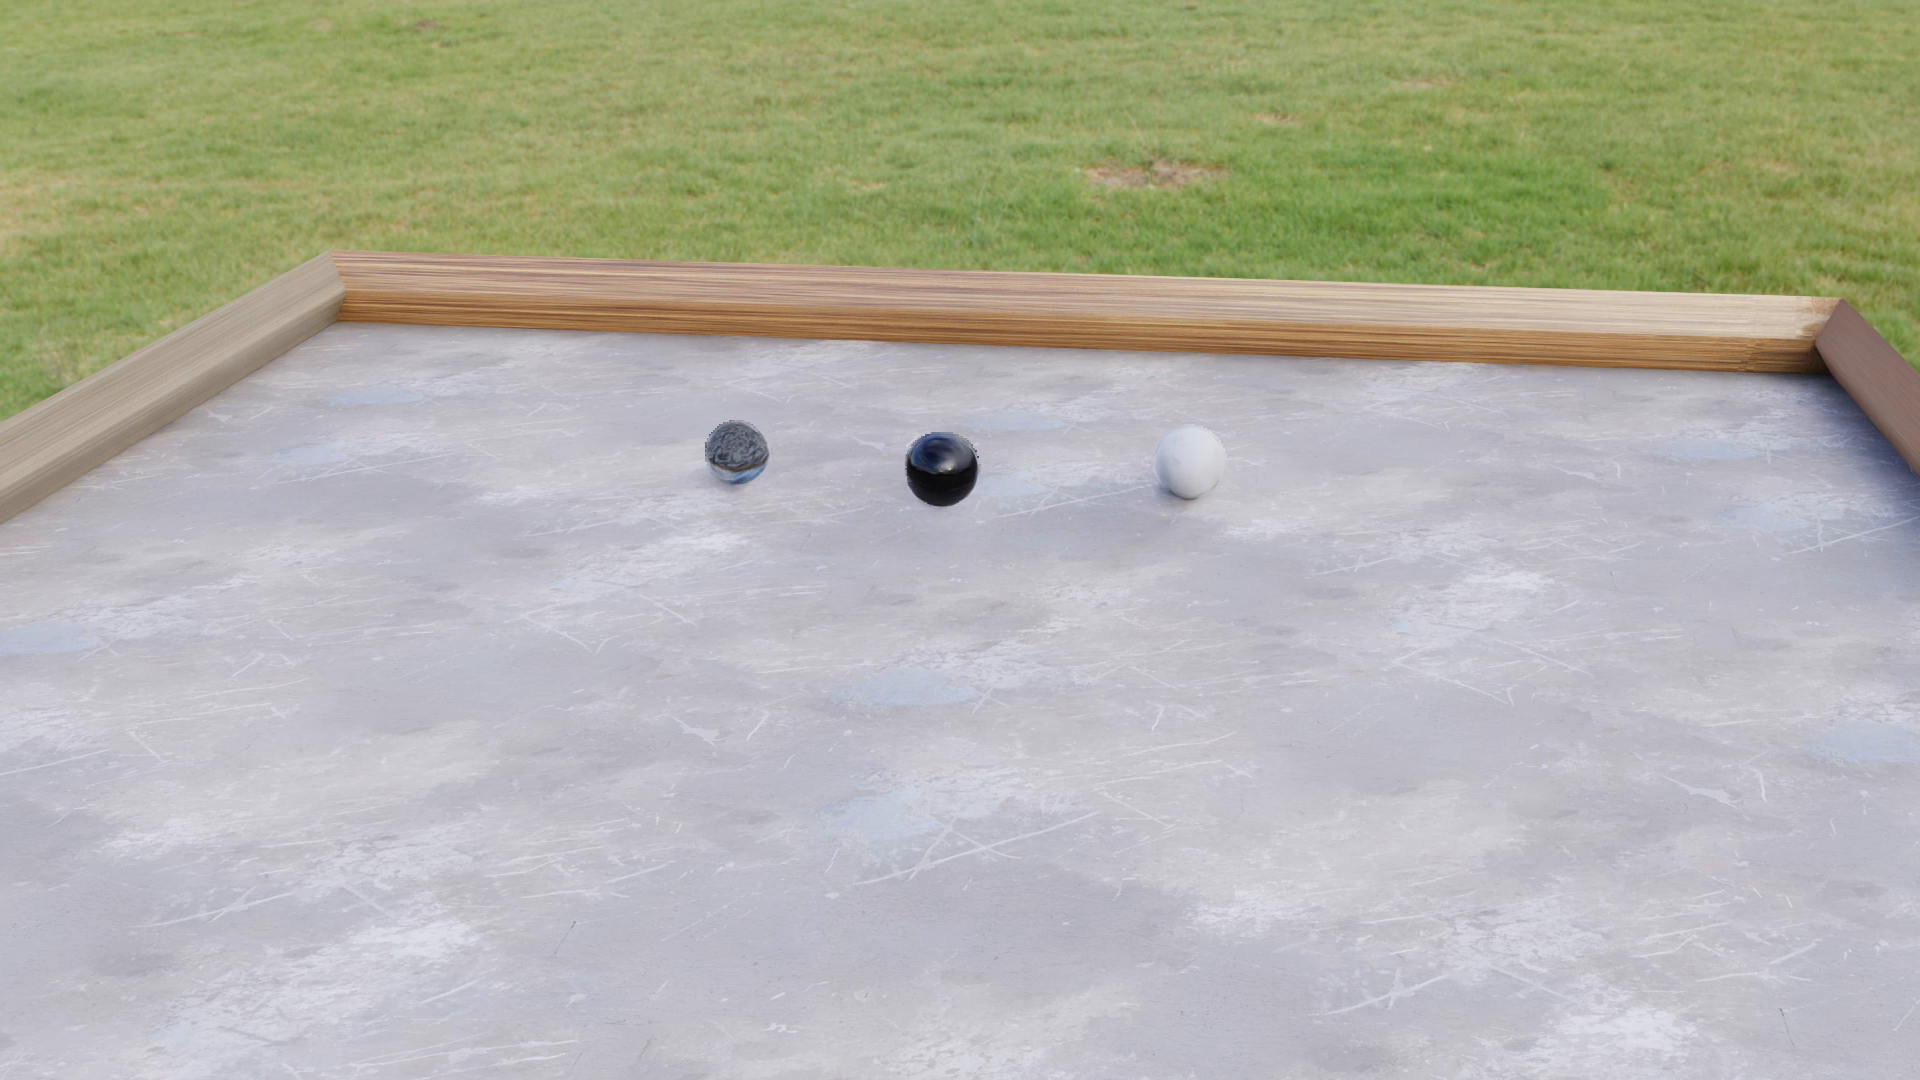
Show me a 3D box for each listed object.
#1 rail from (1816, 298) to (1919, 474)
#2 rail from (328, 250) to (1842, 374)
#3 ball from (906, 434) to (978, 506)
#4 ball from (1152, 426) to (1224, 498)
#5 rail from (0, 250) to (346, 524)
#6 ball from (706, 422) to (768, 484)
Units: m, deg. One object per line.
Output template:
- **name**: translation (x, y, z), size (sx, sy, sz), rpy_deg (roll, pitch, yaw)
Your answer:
- **rail**: translation (1.076, 0.414, 1.471), size (0.045, 0.126, 4.401), rpy_deg (3, 20, 8)
- **rail**: translation (0.150, -0.378, 3.661), size (2.530, 0.126, 0.045), rpy_deg (3, 20, 8)
- **ball**: translation (-0.024, -0.093, 2.919), size (0.097, 0.097, 0.097), rpy_deg (0, 20, 0)
- **ball**: translation (0.307, -0.104, 2.951), size (0.096, 0.096, 0.096), rpy_deg (0, 20, 0)
- **rail**: translation (-1.382, 0.297, 1.796), size (0.045, 0.126, 4.401), rpy_deg (3, 20, 8)
- **ball**: translation (-0.304, -0.119, 3.009), size (0.084, 0.084, 0.084), rpy_deg (0, 20, 0)
